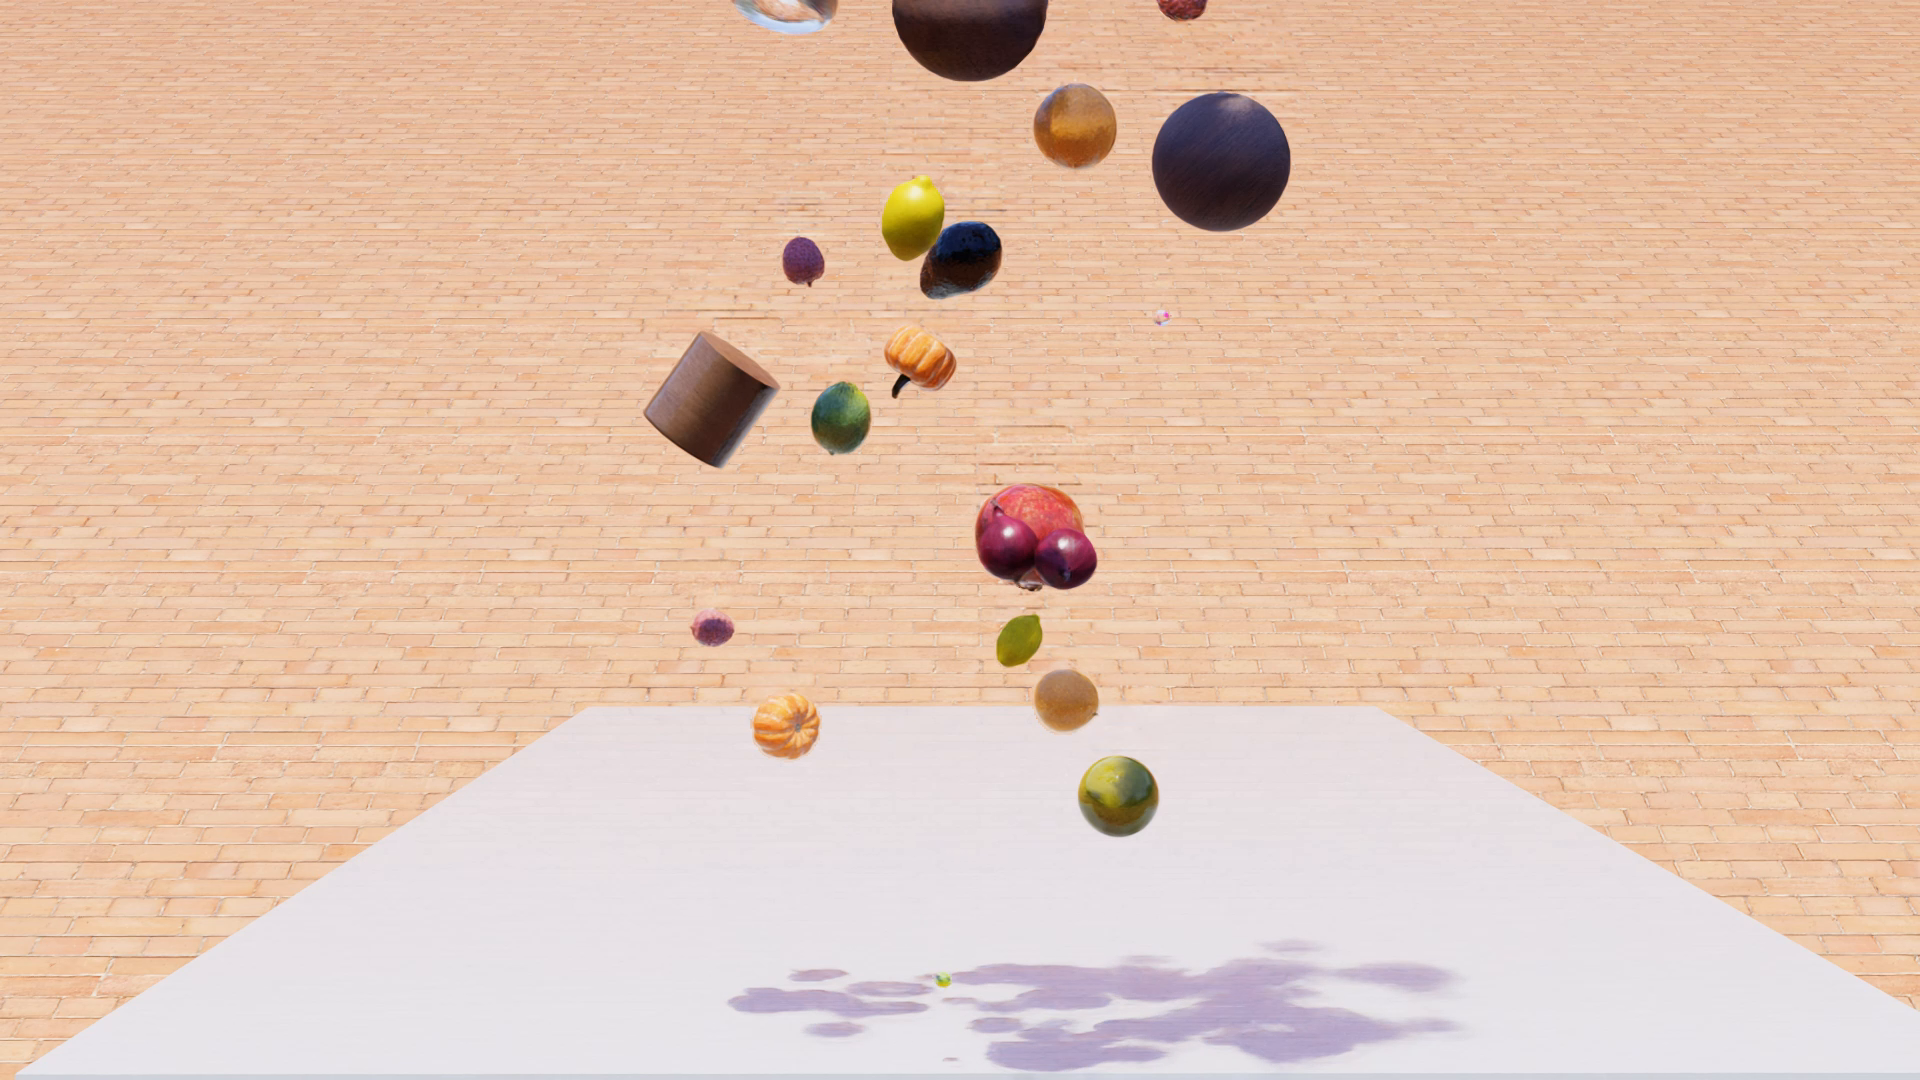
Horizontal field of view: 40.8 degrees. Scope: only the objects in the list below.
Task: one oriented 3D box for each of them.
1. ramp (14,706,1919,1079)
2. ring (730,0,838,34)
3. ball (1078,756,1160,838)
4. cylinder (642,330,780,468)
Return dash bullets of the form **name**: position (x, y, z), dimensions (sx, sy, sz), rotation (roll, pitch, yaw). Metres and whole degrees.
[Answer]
- **ramp**: position (0.058, 0.527, 4.564), dimensions (2.000, 0.100, 4.000), rotation (0, 2, 0)
- **ring**: position (-0.169, -0.519, 2.445), dimensions (0.111, 0.111, 0.037), rotation (9, 68, 17)
- **ball**: position (0.162, 0.262, 2.639), dimensions (0.084, 0.084, 0.084), rotation (0, 26, 0)
- **cylinder**: position (-0.248, -0.140, 2.572), dimensions (0.099, 0.099, 0.099), rotation (36, 9, -7)
